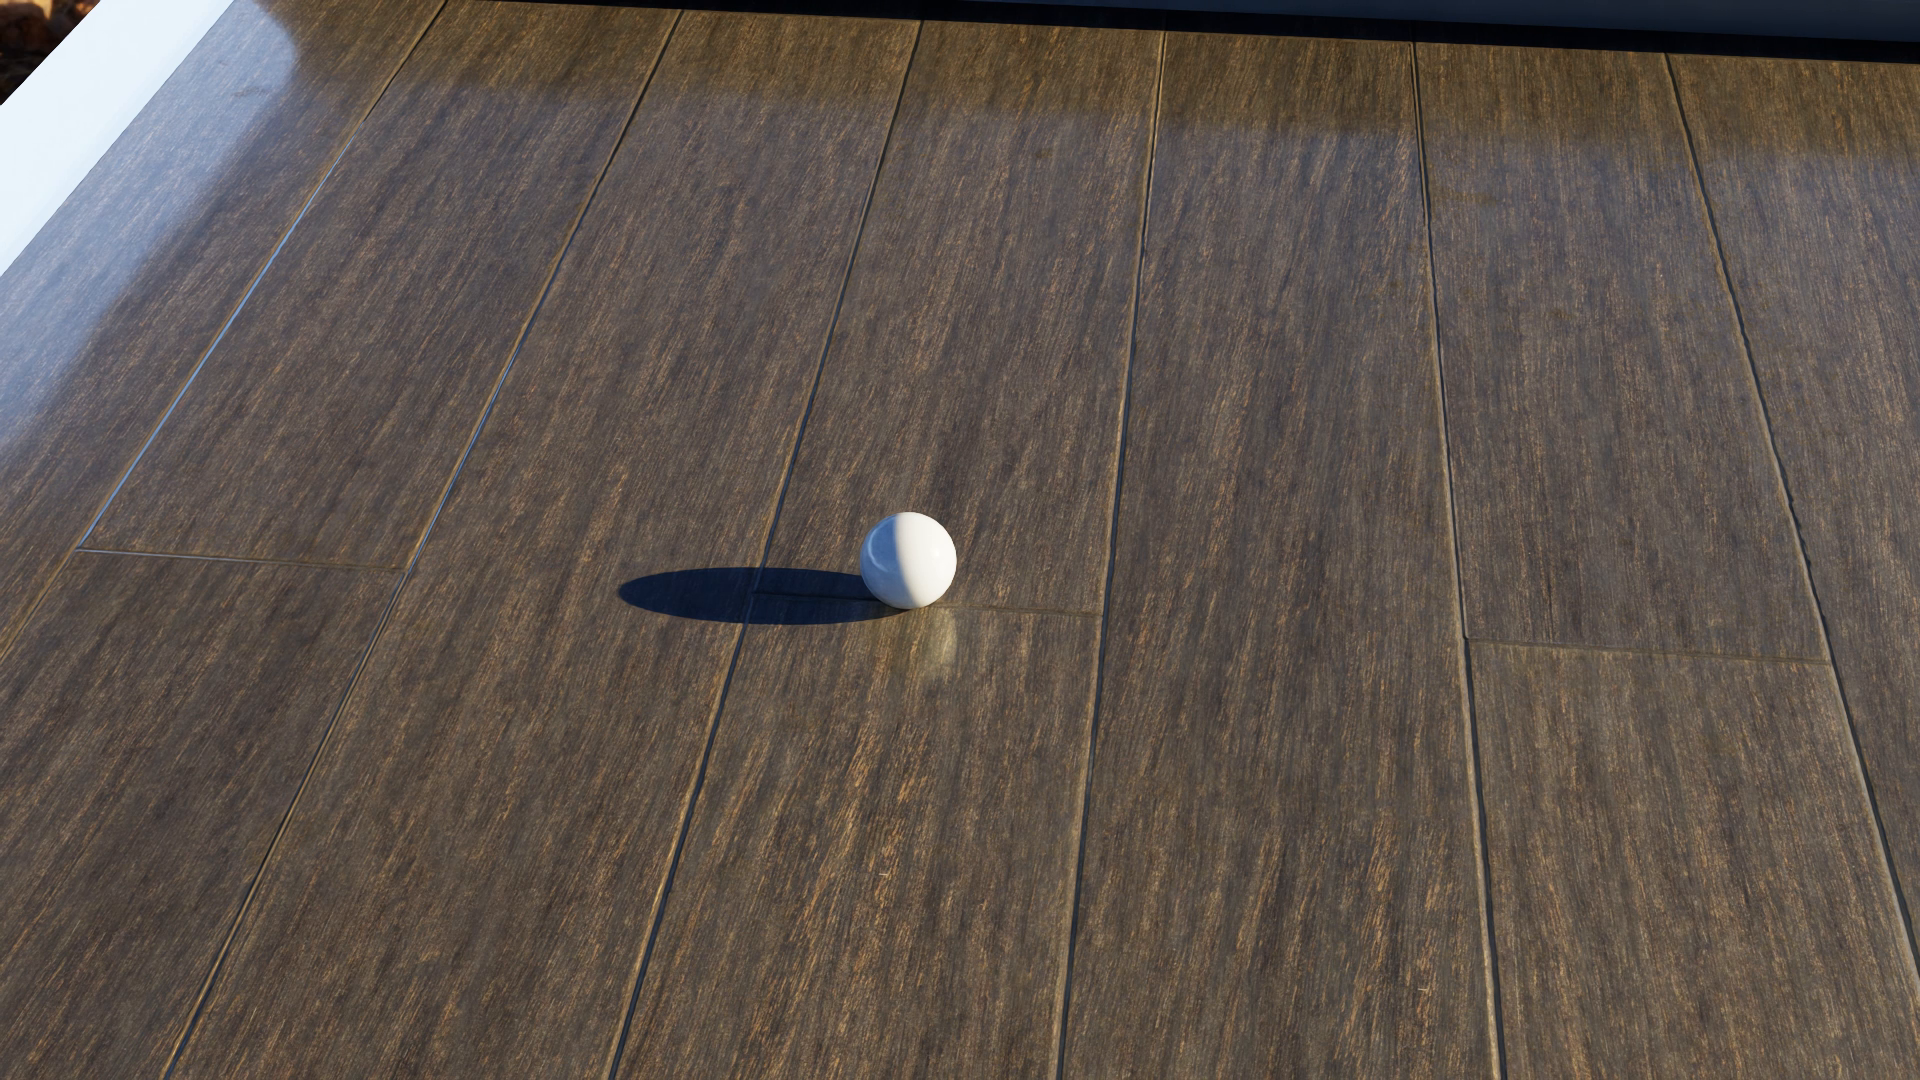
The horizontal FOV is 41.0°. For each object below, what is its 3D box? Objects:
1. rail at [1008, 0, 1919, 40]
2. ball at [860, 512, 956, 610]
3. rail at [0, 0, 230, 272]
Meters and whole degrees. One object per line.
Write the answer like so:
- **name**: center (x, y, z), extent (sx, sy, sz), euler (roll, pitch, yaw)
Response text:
- **rail**: center (0.971, -0.543, 2.539), extent (3.472, 0.126, 0.045), euler (4, 35, 5)
- **ball**: center (-0.037, 0.015, 1.797), extent (0.068, 0.068, 0.068), euler (0, 35, 0)
- **rail**: center (-0.839, -0.074, 1.872), extent (0.045, 0.126, 2.059), euler (4, 35, 5)
